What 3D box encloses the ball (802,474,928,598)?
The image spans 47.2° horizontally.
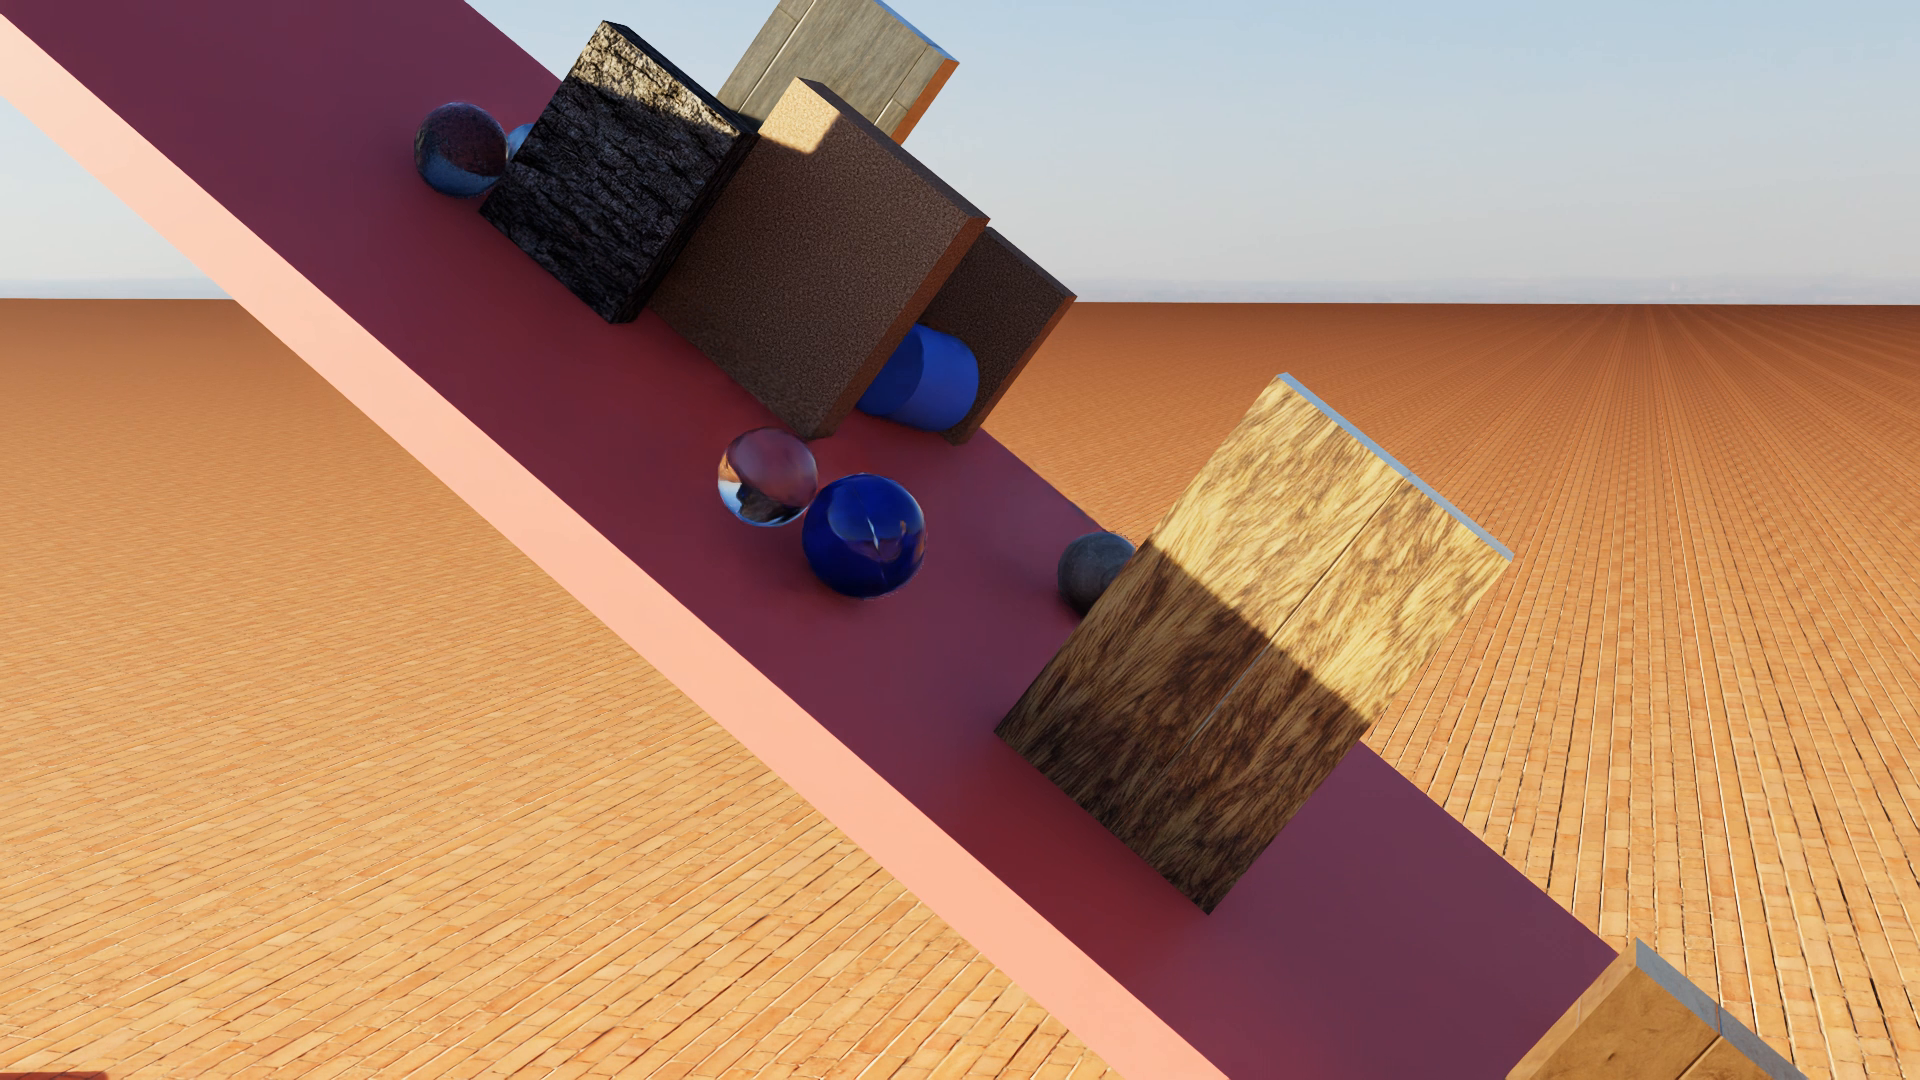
[{"bbox_3d":[-0.153,-0.007,3.534,0.201,0.201,0.201,0,7,0],"label":"ball"}]

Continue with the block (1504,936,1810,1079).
[{"bbox_3d":[0.934,0.863,2.953,0.445,0.458,0.133,40,16,9],"label":"block"}]

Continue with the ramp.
[{"bbox_3d":[-0.037,0.093,4.057,4.000,0.100,2.000,40,16,9],"label":"ramp"}]

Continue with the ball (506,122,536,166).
[{"bbox_3d":[-0.828,-0.745,4.286,0.133,0.133,0.133,0,7,0],"label":"ball"}]

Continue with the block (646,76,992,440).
[{"bbox_3d":[-0.274,-0.527,4.149,0.423,0.521,0.138,40,16,9],"label":"block"}]

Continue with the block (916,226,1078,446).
[{"bbox_3d":[0.027,-0.441,4.760,0.245,0.408,0.099,40,16,9],"label":"block"}]

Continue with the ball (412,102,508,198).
[{"bbox_3d":[-0.897,-0.701,3.951,0.168,0.168,0.168,0,7,0],"label":"ball"}]

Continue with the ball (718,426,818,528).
[{"bbox_3d":[-0.309,-0.101,3.535,0.162,0.162,0.162,0,7,0],"label":"ball"}]

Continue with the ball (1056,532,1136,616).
[{"bbox_3d":[0.275,0.069,4.291,0.172,0.172,0.172,0,7,0],"label":"ball"}]

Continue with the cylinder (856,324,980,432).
[{"bbox_3d":[-0.103,-0.345,4.579,0.208,0.208,0.208,5,-4,33],"label":"cylinder"}]

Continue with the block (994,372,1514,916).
[{"bbox_3d":[0.444,0.162,3.393,0.439,0.718,0.105,40,16,9],"label":"block"}]

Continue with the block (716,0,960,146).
[{"bbox_3d":[-0.344,-0.813,4.518,0.353,0.675,0.096,40,16,9],"label":"block"}]

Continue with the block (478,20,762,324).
[{"bbox_3d":[-0.617,-0.660,3.969,0.329,0.423,0.099,40,16,9],"label":"block"}]
